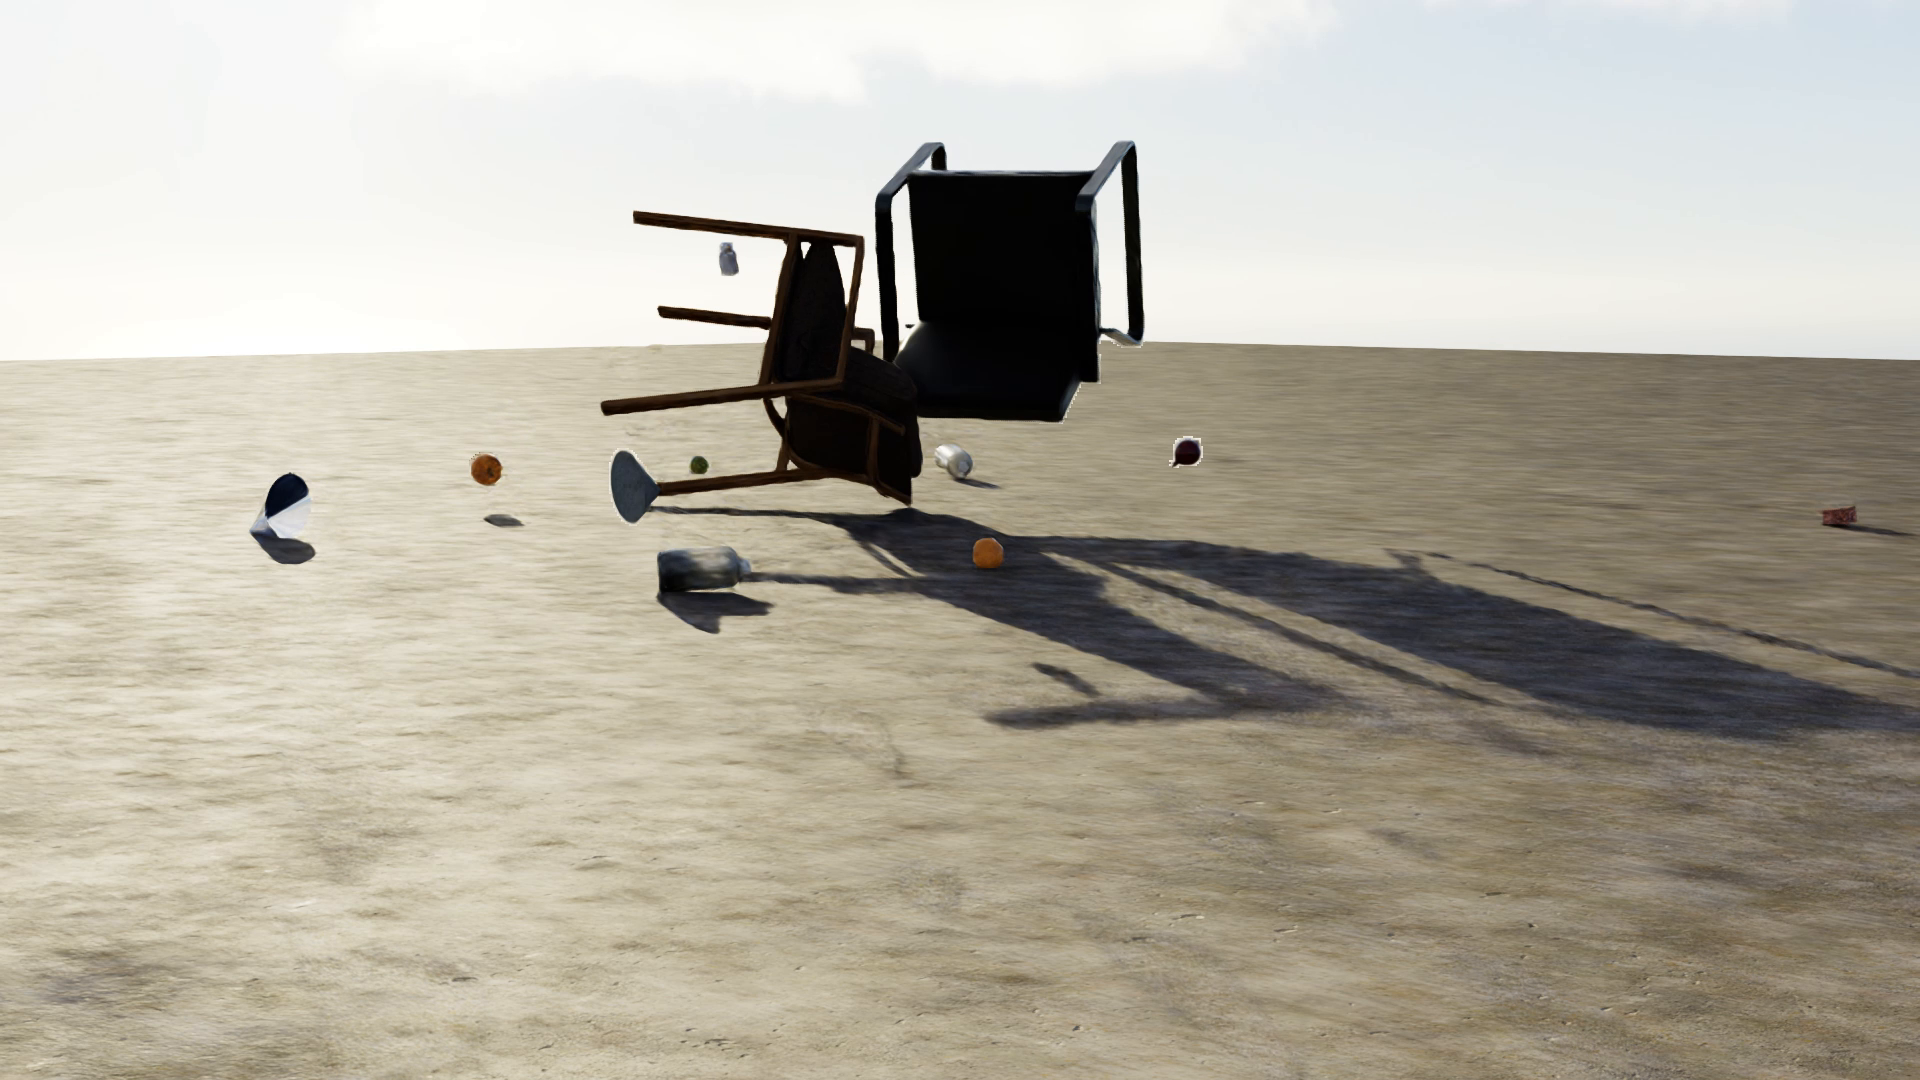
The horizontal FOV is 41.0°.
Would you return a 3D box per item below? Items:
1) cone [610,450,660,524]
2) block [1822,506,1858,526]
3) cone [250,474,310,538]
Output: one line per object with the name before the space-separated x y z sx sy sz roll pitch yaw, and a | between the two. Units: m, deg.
cone | -0.717 -0.117 5.839 0.098 0.171 0.115 -21 -14 32
block | 2.328 -0.064 6.789 0.064 0.040 0.085 -7 1 36
cone | -1.763 -0.053 6.540 0.120 0.187 0.204 30 -38 -32
